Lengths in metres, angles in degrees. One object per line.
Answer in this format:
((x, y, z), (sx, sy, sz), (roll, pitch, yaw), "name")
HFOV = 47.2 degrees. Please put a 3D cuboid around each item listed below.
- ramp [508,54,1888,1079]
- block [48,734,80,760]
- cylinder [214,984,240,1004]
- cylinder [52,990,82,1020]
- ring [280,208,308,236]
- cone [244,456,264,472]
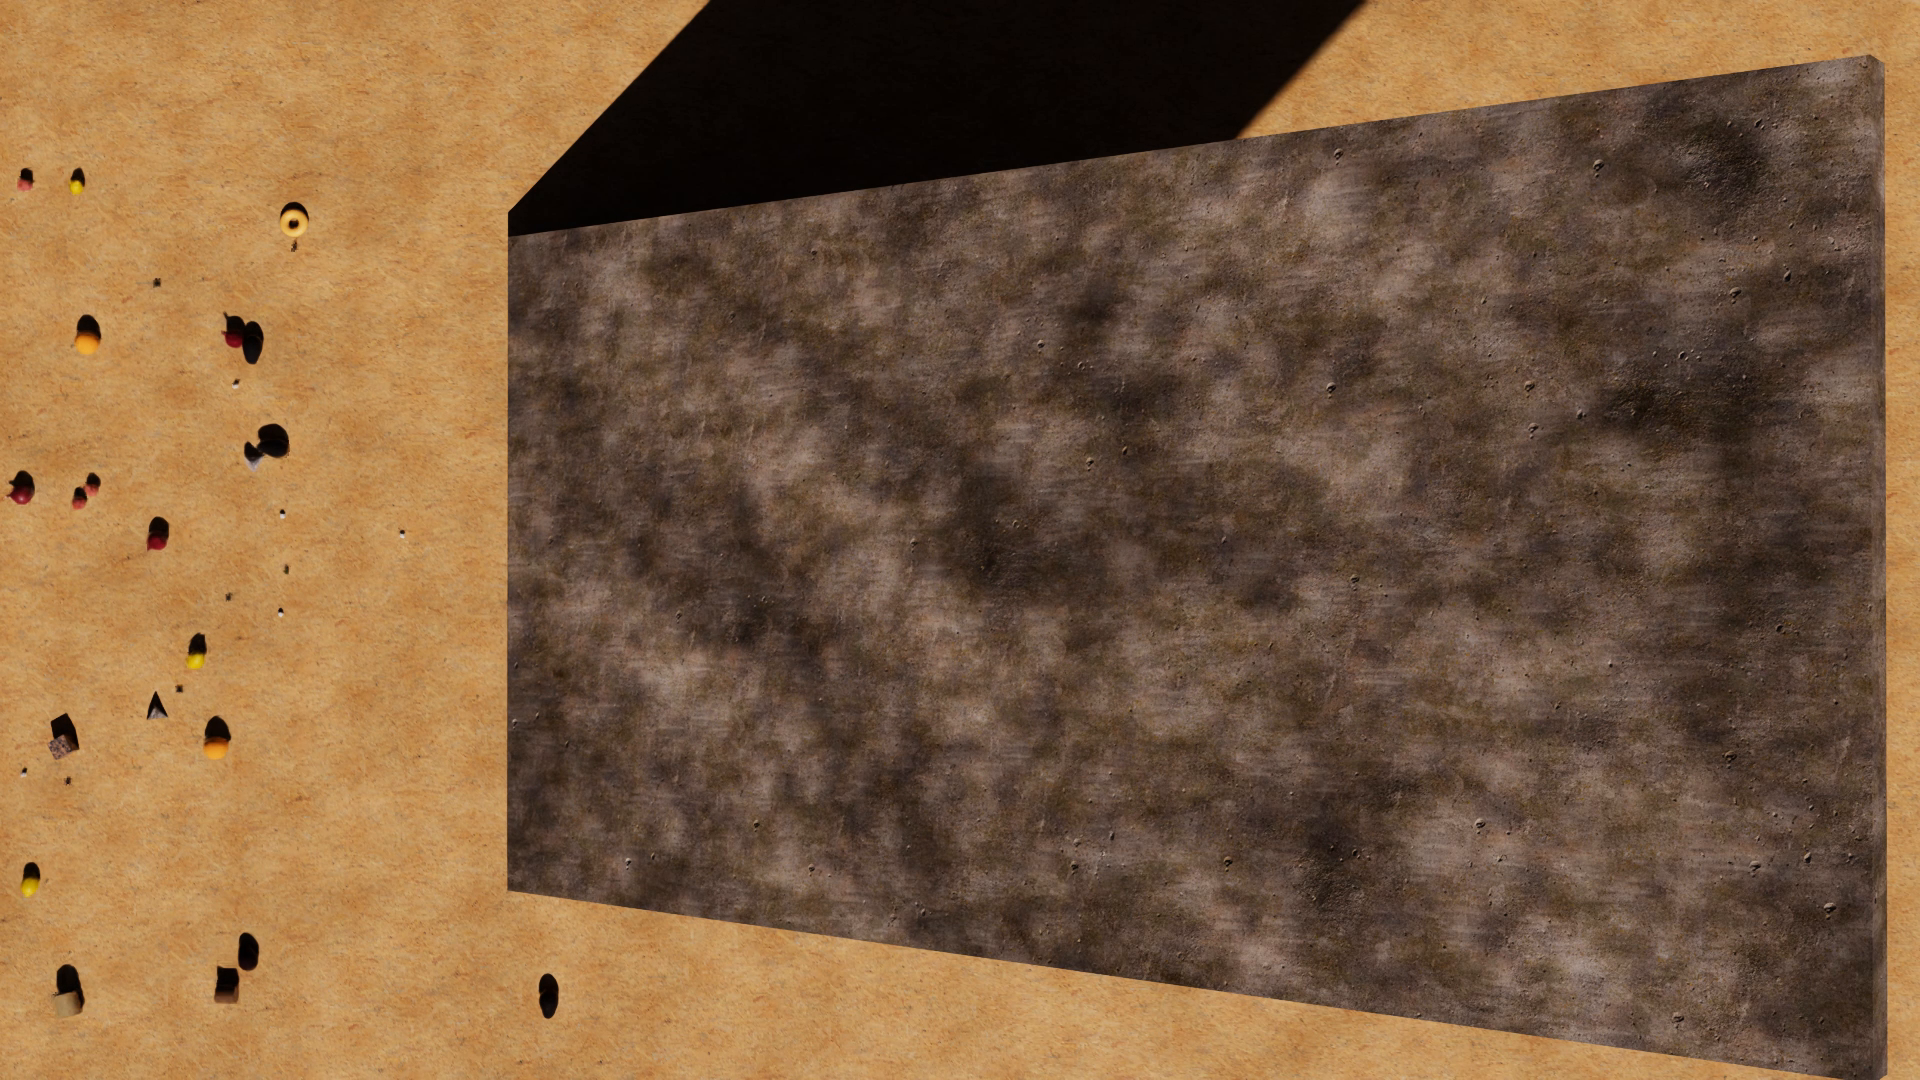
((0.224, 0.064, 5.541), (4.000, 0.100, 2.000), (0, 90, 38), "ramp")
((-2.764, 0.637, 6.777), (0.058, 0.058, 0.058), (-29, 90, 0), "block")
((-2.258, 1.396, 6.772), (0.057, 0.057, 0.057), (3, 90, 0), "cylinder")
((-2.745, 1.428, 6.764), (0.072, 0.072, 0.072), (-14, 90, 0), "cylinder")
((-2.060, -0.982, 6.802), (0.088, 0.029, 0.088), (0, 90, 1), "ring")
((-2.175, -0.248, 6.799), (0.056, 0.056, 0.056), (-36, 90, -27), "cone")
